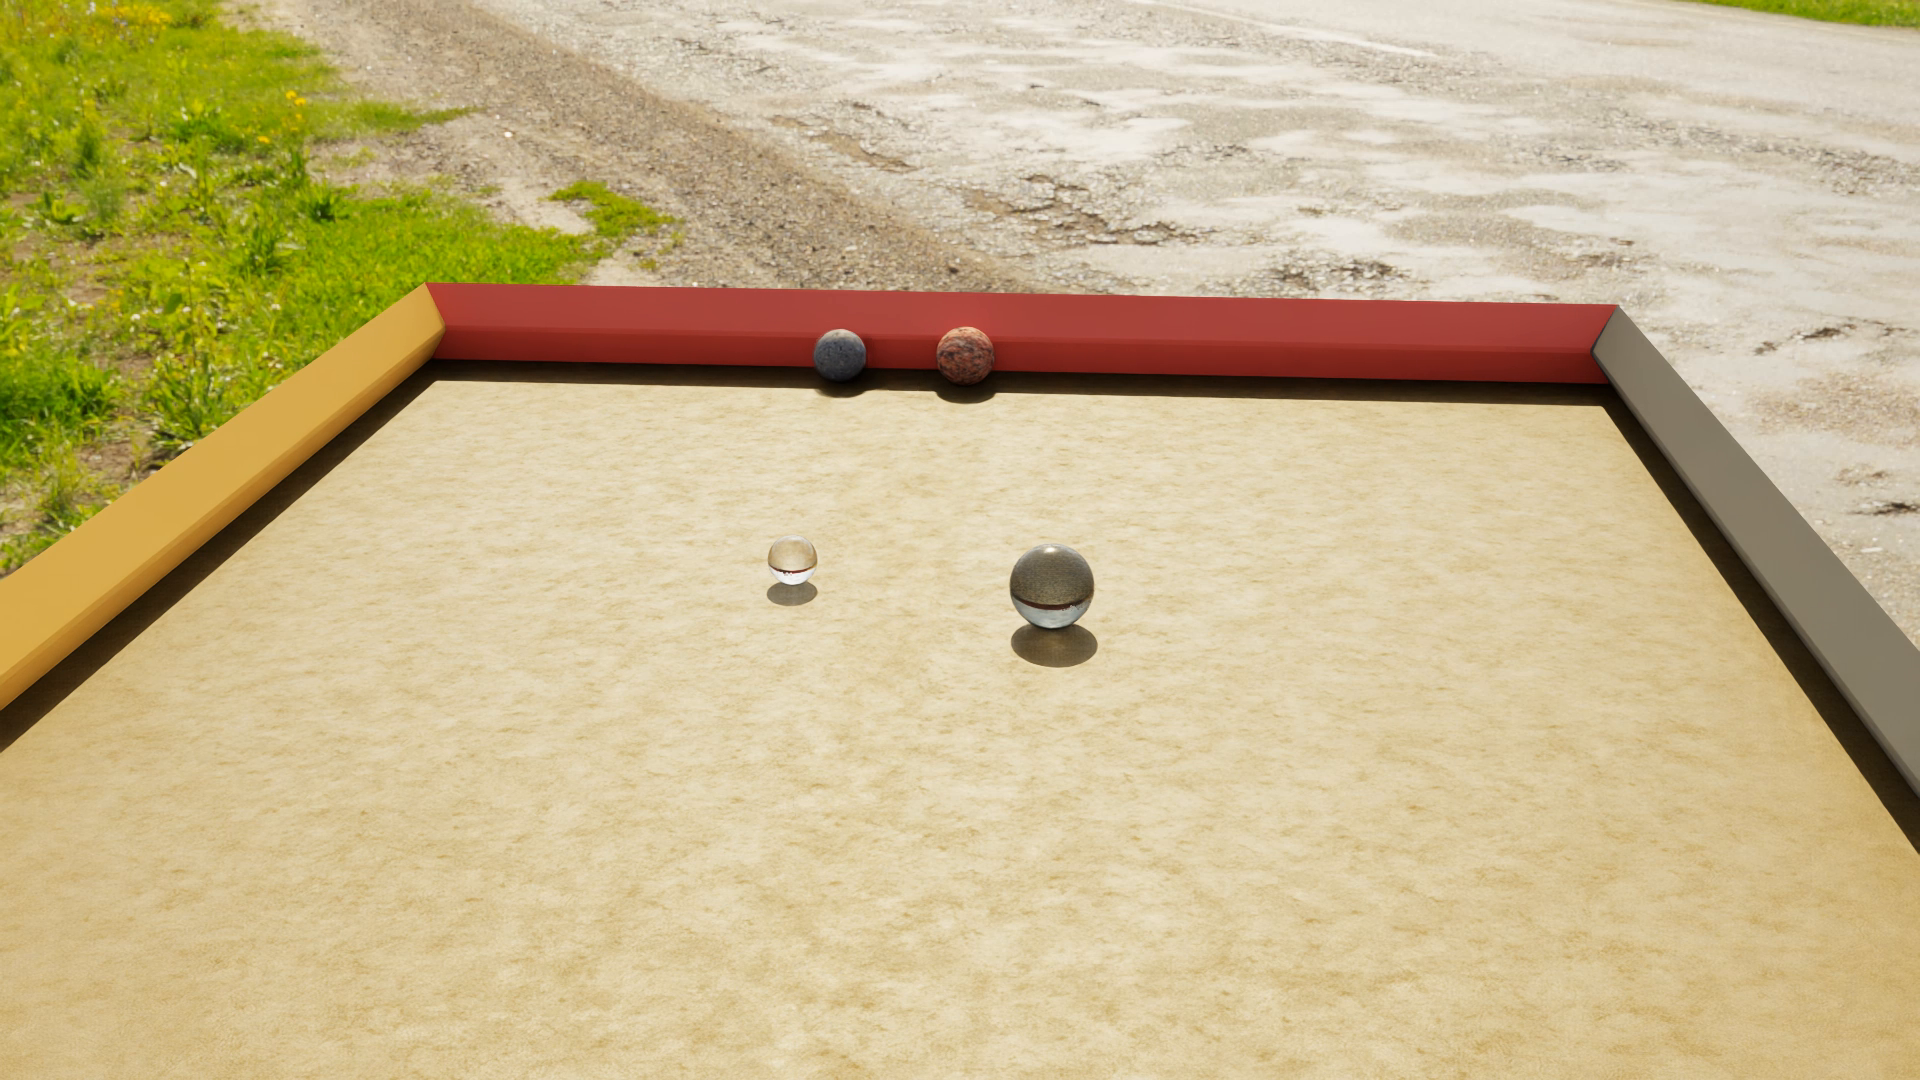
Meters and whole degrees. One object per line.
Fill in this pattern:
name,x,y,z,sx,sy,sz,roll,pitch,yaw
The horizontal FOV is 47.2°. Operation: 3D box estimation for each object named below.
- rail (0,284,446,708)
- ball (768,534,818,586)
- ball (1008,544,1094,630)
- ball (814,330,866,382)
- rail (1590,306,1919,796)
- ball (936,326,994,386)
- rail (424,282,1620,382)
rail,-0.988,0.262,1.784,0.045,0.124,3.728,2,19,4
ball,-0.195,0.023,2.565,0.059,0.059,0.059,0,19,0
ball,0.102,0.051,2.431,0.095,0.095,0.095,0,19,0
ball,-0.185,-0.286,3.414,0.082,0.082,0.082,0,19,0
rail,0.835,0.312,1.642,0.045,0.124,3.728,2,19,4
ball,0.008,-0.284,3.393,0.091,0.091,0.091,0,19,0
rail,0.075,-0.320,3.444,1.876,0.124,0.045,2,19,4
